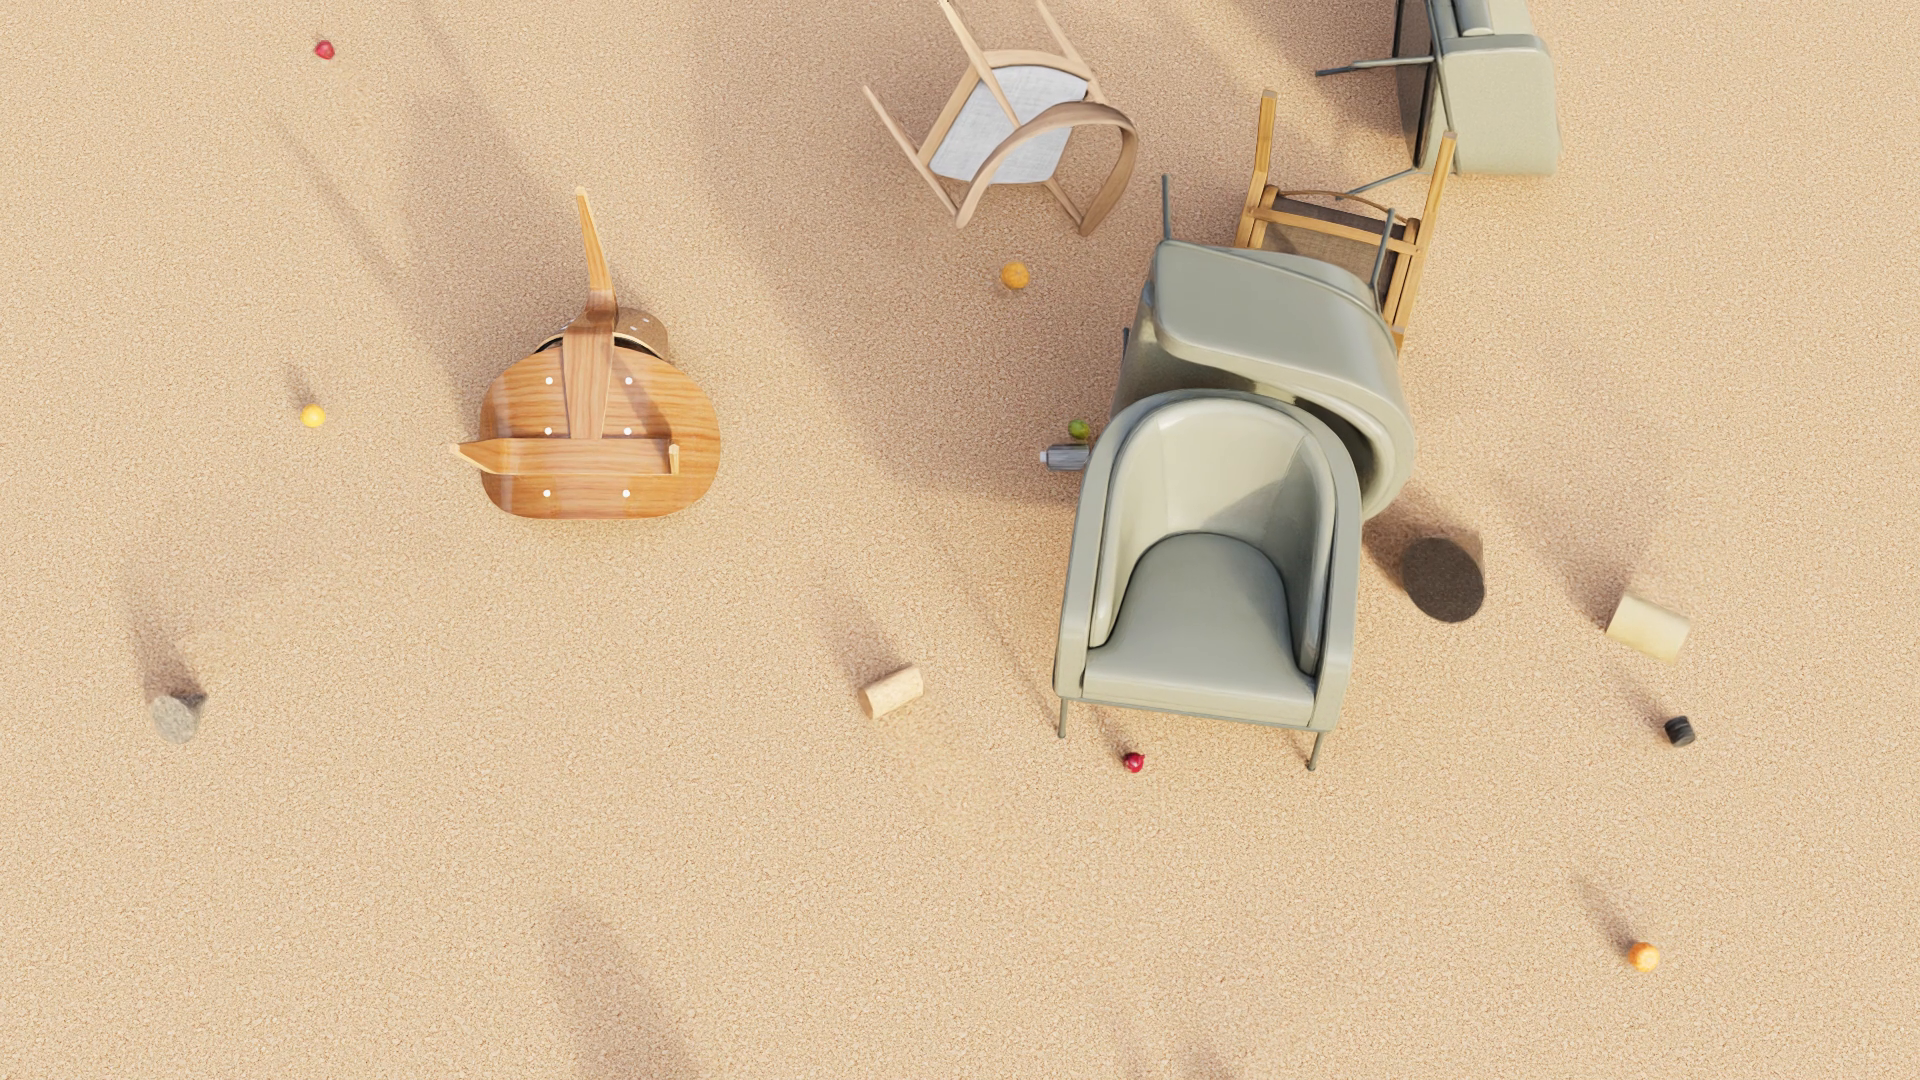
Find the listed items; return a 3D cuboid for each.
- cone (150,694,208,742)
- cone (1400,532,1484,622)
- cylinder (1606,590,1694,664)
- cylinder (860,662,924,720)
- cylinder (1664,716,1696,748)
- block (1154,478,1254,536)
[{"bbox_3d":[-2.176,0.471,6.217,0.147,0.159,0.151,57,33,-10],"label":"cone"},{"bbox_3d":[1.474,0.045,6.469,0.246,0.278,0.325,-12,19,38],"label":"cone"},{"bbox_3d":[1.977,0.250,6.305,0.201,0.170,0.098,26,50,16],"label":"cylinder"},{"bbox_3d":[-0.194,0.427,6.202,0.163,0.142,0.081,-27,63,-17],"label":"cylinder"},{"bbox_3d":[2.019,0.539,6.171,0.064,0.069,0.064,3,52,-28],"label":"cylinder"},{"bbox_3d":[0.728,-0.100,6.561,0.277,0.125,0.120,0,57,-1],"label":"block"}]
